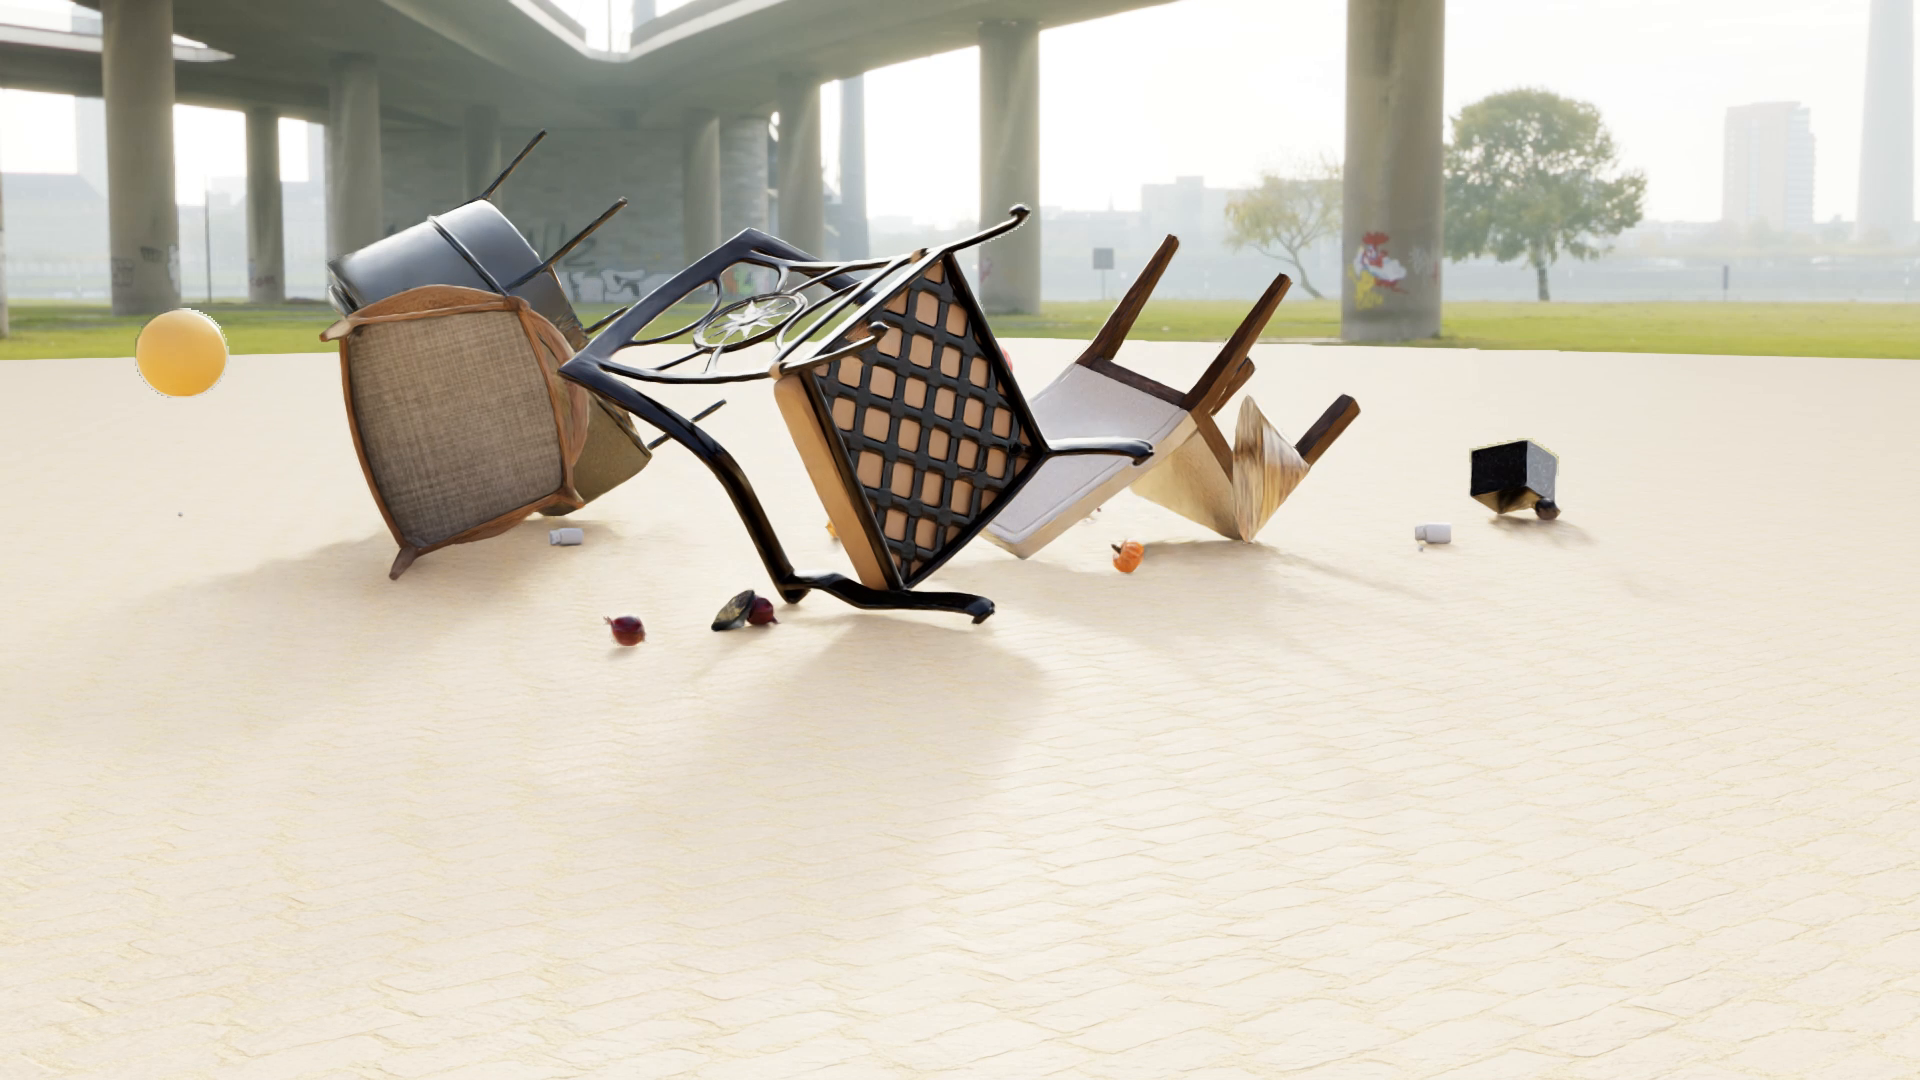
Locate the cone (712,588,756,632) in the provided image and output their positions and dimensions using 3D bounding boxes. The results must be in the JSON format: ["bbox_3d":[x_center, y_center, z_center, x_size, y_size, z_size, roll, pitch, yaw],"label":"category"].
[{"bbox_3d":[-0.415,0.148,4.803,0.058,0.046,0.117,13,52,41],"label":"cone"}]

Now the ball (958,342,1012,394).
[{"bbox_3d":[0.057,-0.380,5.665,0.118,0.118,0.118,0,6,0],"label":"ball"}]

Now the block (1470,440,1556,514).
[{"bbox_3d":[1.513,-0.172,7.013,0.175,0.135,0.148,-12,-27,42],"label":"block"}]

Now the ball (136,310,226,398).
[{"bbox_3d":[-1.729,-0.414,5.700,0.193,0.193,0.193,0,6,0],"label":"ball"}]

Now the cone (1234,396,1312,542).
[{"bbox_3d":[0.564,-0.125,4.527,0.115,0.261,0.223,0,1,-8],"label":"cone"}]

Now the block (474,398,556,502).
[{"bbox_3d":[-1.261,-0.252,7.278,0.136,0.136,0.328,42,-16,12],"label":"block"}]
